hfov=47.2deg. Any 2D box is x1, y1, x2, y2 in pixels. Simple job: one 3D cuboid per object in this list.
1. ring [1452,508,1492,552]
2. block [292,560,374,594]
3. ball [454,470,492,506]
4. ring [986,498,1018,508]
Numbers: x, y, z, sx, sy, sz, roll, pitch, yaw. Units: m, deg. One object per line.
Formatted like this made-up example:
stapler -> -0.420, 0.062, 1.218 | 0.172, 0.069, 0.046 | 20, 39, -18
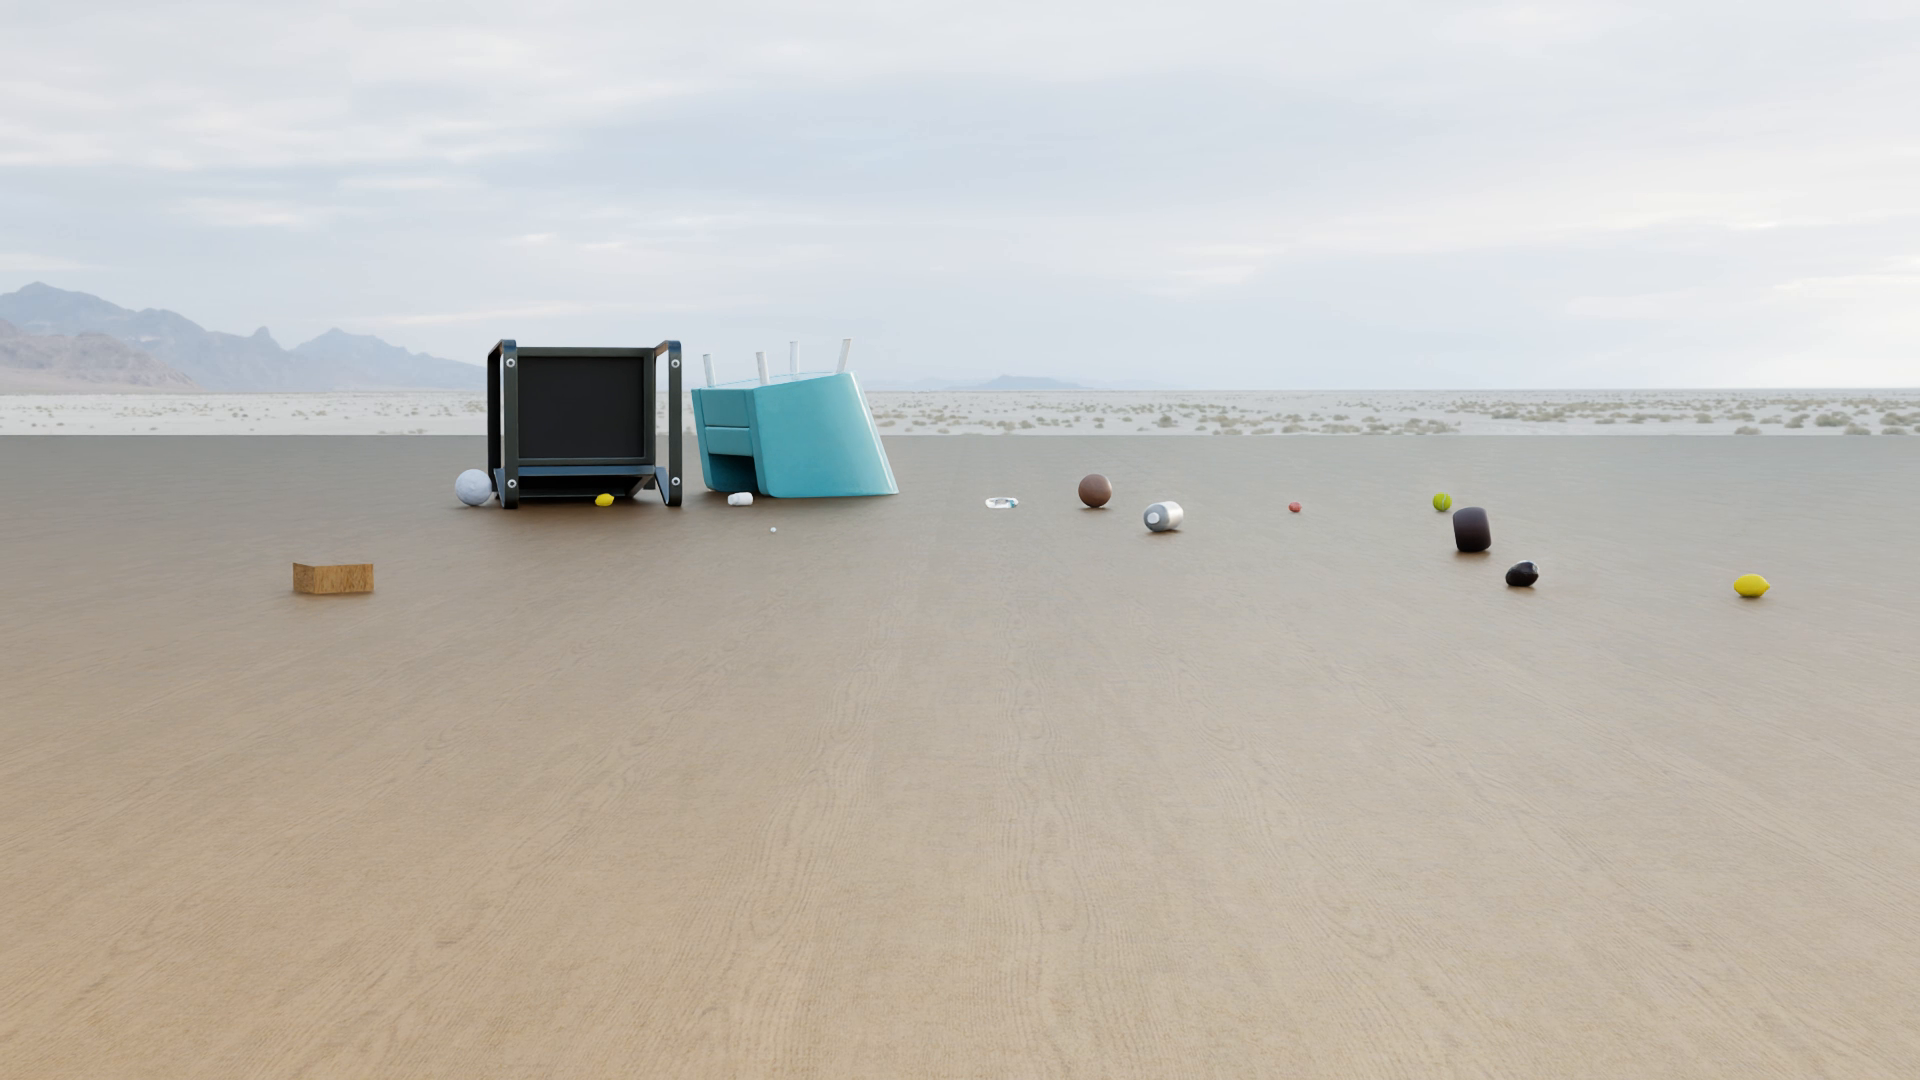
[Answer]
ring -> 1.420, -0.029, 6.097 | 0.095, 0.123, 0.210 | -8, -11, 14
block -> -1.402, 0.082, 4.916 | 0.134, 0.060, 0.139 | -3, 5, -35
ball -> -1.870, -0.202, 8.455 | 0.141, 0.141, 0.141 | 0, 4, 0
ring -> 0.159, -0.141, 8.346 | 0.124, 0.035, 0.091 | 0, 5, 13
